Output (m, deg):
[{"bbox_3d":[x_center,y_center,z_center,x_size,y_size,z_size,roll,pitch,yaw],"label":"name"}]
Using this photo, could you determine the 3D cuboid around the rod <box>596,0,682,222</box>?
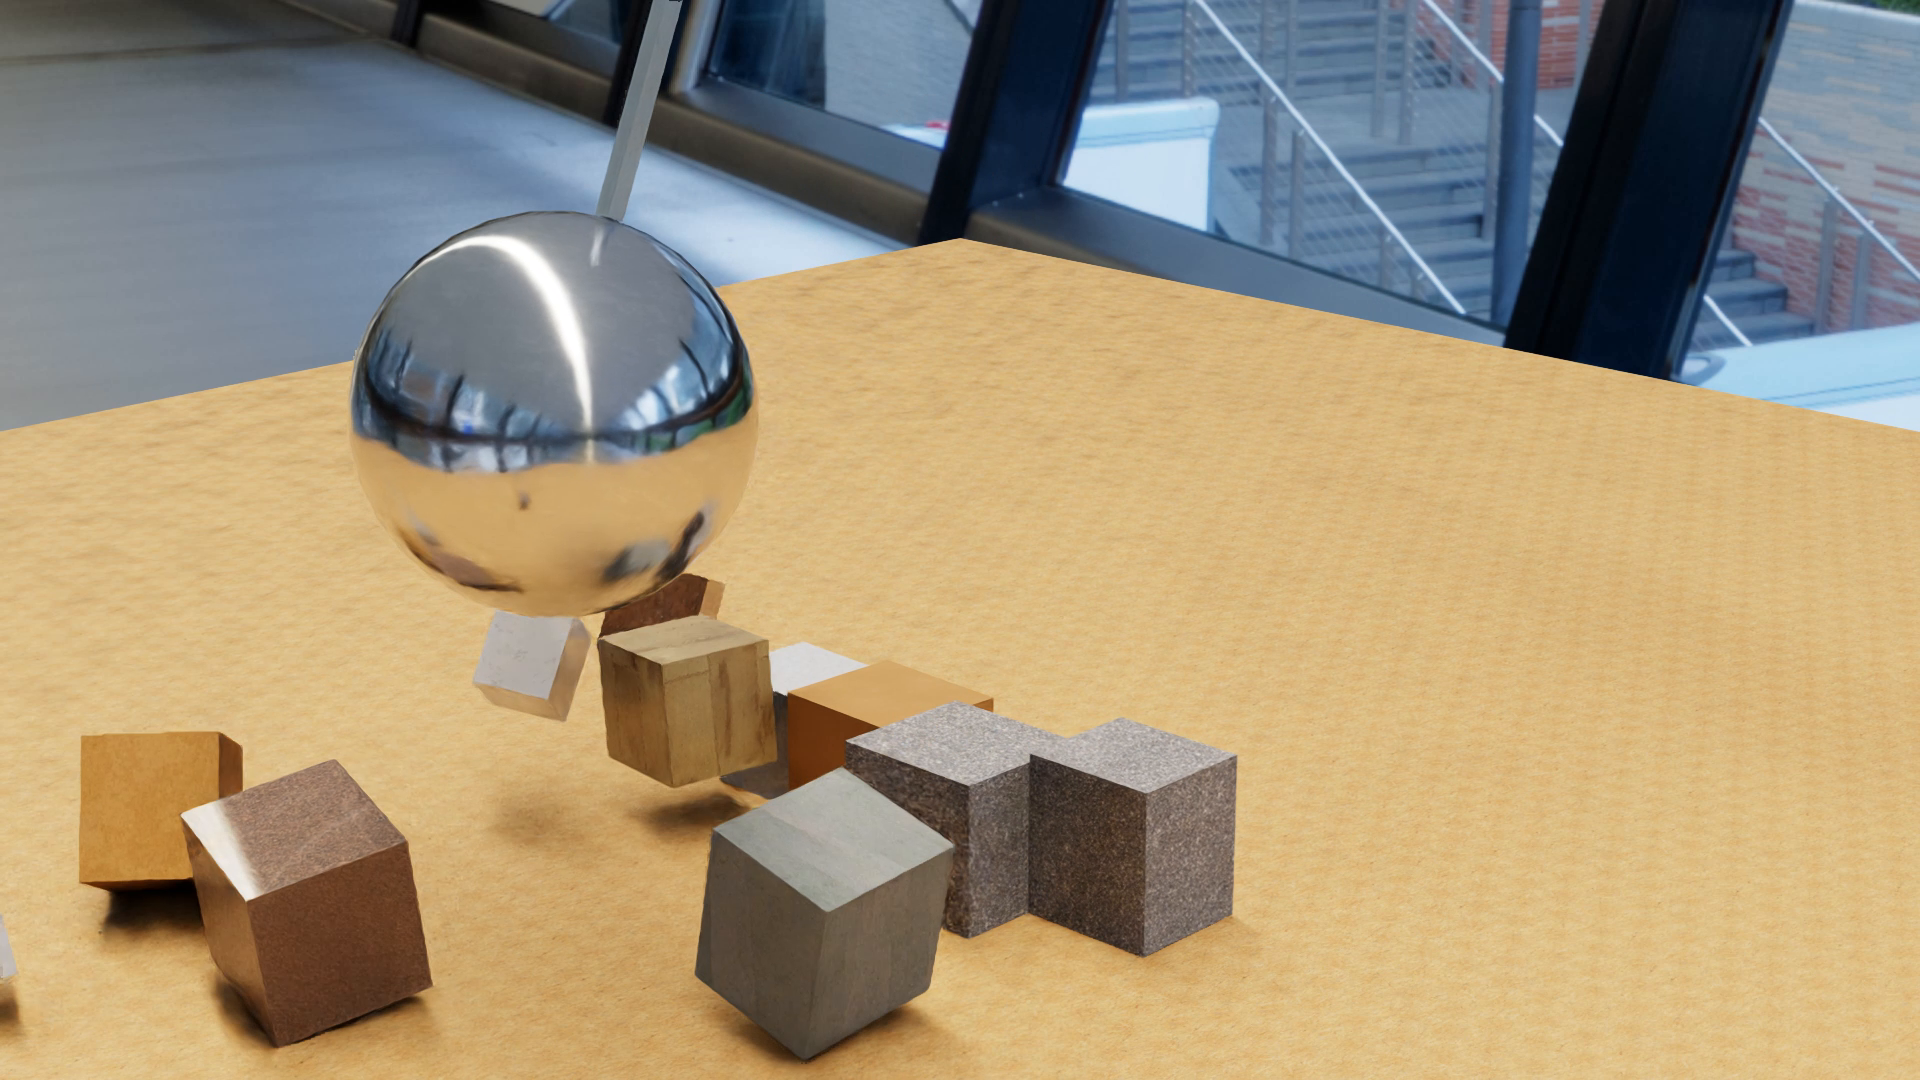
[{"bbox_3d":[-0.689,-3.768,11.436,0.080,5.200,0.080,17,2,42],"label":"rod"}]

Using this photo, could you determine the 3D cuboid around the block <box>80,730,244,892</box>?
[{"bbox_3d":[-3.538,1.212,13.029,0.589,0.636,0.671,-2,-10,-5],"label":"block"}]

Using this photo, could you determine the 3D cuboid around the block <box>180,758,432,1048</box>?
[{"bbox_3d":[-2.692,1.485,12.085,0.683,0.729,0.767,-20,32,-27],"label":"block"}]

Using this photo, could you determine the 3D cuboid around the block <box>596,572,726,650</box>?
[{"bbox_3d":[-1.606,0.409,15.794,0.490,0.515,0.497,15,-2,7],"label":"block"}]

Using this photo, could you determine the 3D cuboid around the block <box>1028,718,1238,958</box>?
[{"bbox_3d":[0.759,1.300,12.935,0.668,0.763,0.615,16,23,41],"label":"block"}]

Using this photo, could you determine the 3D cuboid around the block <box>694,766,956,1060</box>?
[{"bbox_3d":[-0.552,1.498,11.843,0.650,0.749,0.722,32,37,32],"label":"block"}]

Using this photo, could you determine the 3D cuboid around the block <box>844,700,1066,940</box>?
[{"bbox_3d":[0.011,1.243,13.189,0.769,0.721,0.715,16,24,42],"label":"block"}]

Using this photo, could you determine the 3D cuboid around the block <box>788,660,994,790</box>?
[{"bbox_3d":[-0.330,1.042,13.946,0.645,0.650,0.736,-16,24,-42],"label":"block"}]

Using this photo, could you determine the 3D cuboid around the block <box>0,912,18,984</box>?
[{"bbox_3d":[-4.128,1.624,11.998,0.417,0.466,0.464,-16,-6,-20],"label":"block"}]

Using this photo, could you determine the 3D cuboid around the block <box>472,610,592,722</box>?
[{"bbox_3d":[-2.032,0.566,13.966,0.373,0.441,0.430,13,-17,8],"label":"block"}]

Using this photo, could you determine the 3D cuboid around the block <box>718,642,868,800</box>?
[{"bbox_3d":[-0.777,0.916,14.458,0.569,0.583,0.625,-16,24,-41],"label":"block"}]

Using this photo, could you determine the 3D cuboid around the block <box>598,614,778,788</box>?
[{"bbox_3d":[-1.298,0.756,13.966,0.571,0.599,0.640,-13,17,-32],"label":"block"}]

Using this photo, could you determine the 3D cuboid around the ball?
[{"bbox_3d":[-1.590,-0.490,11.521,1.600,1.600,1.600,0,17,0],"label":"ball"}]
